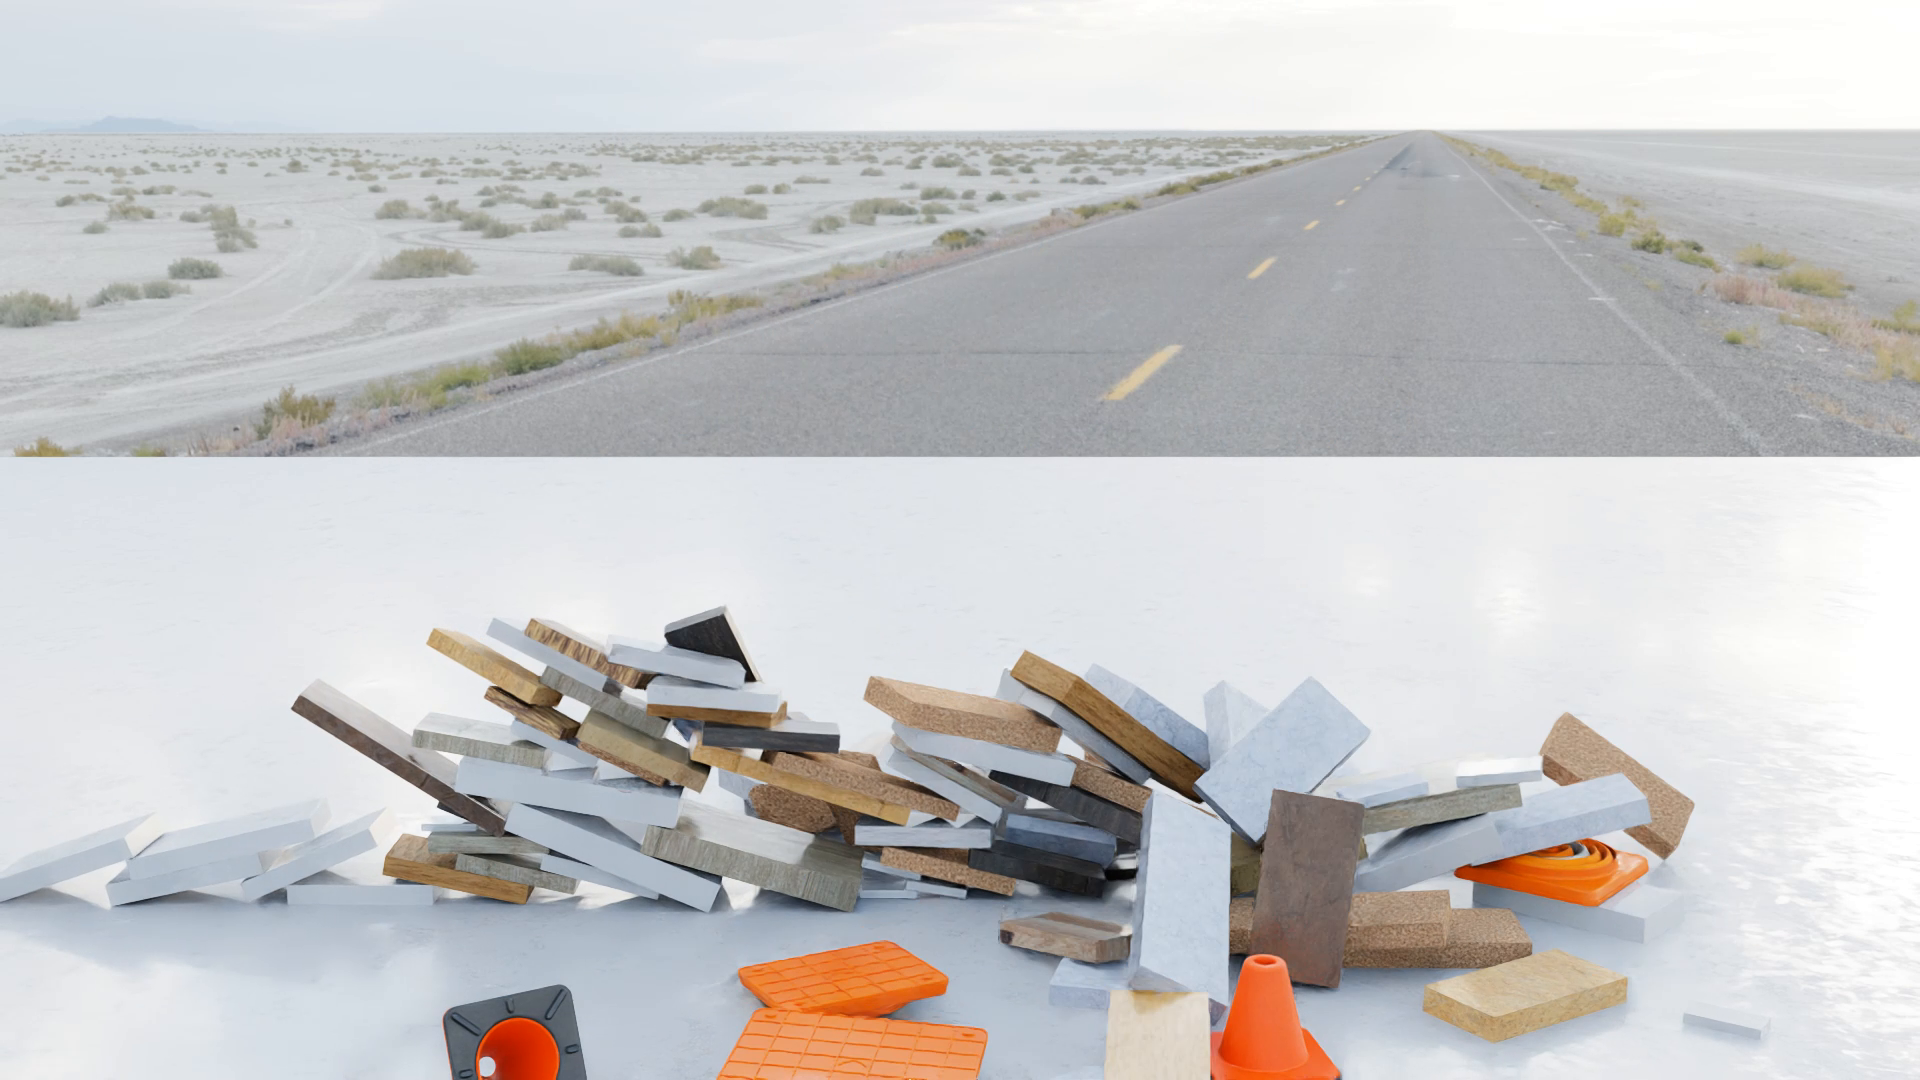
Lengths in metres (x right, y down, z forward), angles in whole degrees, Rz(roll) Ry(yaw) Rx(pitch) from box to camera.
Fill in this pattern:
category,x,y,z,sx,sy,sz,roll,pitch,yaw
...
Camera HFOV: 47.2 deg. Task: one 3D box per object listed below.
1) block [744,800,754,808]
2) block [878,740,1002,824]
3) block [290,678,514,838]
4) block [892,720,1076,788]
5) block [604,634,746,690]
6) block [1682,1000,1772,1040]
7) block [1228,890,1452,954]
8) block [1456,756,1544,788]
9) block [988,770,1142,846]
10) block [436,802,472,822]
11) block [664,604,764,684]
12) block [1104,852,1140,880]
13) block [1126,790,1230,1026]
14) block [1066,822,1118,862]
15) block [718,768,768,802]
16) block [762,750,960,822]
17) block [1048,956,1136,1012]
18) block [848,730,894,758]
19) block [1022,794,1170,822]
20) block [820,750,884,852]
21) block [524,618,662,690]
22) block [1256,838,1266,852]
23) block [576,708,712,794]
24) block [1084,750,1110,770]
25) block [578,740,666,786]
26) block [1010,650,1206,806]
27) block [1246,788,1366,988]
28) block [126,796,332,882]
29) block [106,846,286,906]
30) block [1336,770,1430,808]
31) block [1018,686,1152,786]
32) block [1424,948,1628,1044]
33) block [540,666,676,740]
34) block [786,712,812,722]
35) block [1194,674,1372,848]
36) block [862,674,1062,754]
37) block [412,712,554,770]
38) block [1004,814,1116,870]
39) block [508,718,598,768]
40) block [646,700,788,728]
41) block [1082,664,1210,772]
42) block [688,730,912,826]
category,x,y,z,sx,sy,sz,roll,pitch,yaw
block,-0.295,0.493,4.106,0.109,0.031,0.218,-9,14,-41
block,-0.033,0.403,3.667,0.207,0.029,0.104,30,-2,-10
block,-0.907,0.358,3.616,0.396,0.030,0.107,33,8,-6
block,0.038,0.340,3.624,0.278,0.039,0.139,15,6,-20
block,-0.465,0.197,3.581,0.219,0.031,0.109,13,3,-14
block,1.091,0.683,3.127,0.108,0.015,0.054,7,13,34
block,0.518,0.589,3.381,0.456,0.038,0.135,-5,11,18
block,0.869,0.373,3.541,0.132,0.019,0.066,-7,11,19
block,0.218,0.444,3.658,0.326,0.039,0.139,21,-1,31
block,-0.818,0.449,3.643,0.090,0.013,0.045,23,9,-4
block,-0.402,0.222,3.691,0.109,0.219,0.031,-18,26,10
block,0.312,0.542,3.669,0.129,0.018,0.064,-10,13,32
block,0.335,0.542,3.310,0.138,0.039,0.511,26,23,-3
block,0.196,0.527,3.901,0.135,0.038,0.270,-1,11,-3
block,-0.307,0.460,4.082,0.149,0.042,0.306,-9,14,-35
block,-0.164,0.397,3.647,0.325,0.029,0.103,19,2,-17
block,0.254,0.656,3.224,0.230,0.033,0.115,3,11,14
block,-0.163,0.432,4.433,0.109,0.031,0.218,4,11,20
block,0.241,0.482,3.941,0.275,0.026,0.093,-1,7,2
block,-0.171,0.454,3.815,0.118,0.237,0.034,6,47,27
block,-0.605,0.189,3.628,0.211,0.030,0.105,25,0,11
block,0.521,0.492,3.597,0.066,0.019,0.132,-19,11,-9
block,-0.514,0.342,3.599,0.220,0.031,0.110,25,7,-5
block,0.368,0.427,4.464,0.211,0.030,0.105,-7,13,-33
block,-0.549,0.354,3.614,0.151,0.021,0.076,25,9,-3
block,0.260,0.318,3.730,0.355,0.050,0.177,38,-7,-29
block,0.513,0.517,3.272,0.137,0.274,0.039,9,-4,8
block,-1.212,0.495,3.654,0.305,0.037,0.130,-13,10,-2
block,-1.271,0.544,3.664,0.259,0.037,0.130,-12,10,2
block,0.683,0.406,3.556,0.134,0.019,0.067,-13,11,-9
block,0.212,0.332,3.711,0.234,0.030,0.105,38,-7,-28
block,0.821,0.659,3.191,0.274,0.039,0.137,-7,12,-32
block,-0.586,0.267,3.669,0.222,0.031,0.111,25,0,-1
block,-0.290,0.419,4.264,0.034,0.118,0.237,-4,11,-20
block,0.531,0.364,3.623,0.275,0.138,0.039,-41,-19,-16
block,0.006,0.287,3.624,0.299,0.042,0.149,13,7,-34
block,-0.780,0.329,3.610,0.214,0.030,0.107,10,10,-1
block,0.169,0.513,3.721,0.185,0.093,0.026,9,53,4
block,-0.661,0.325,3.614,0.151,0.021,0.076,24,10,-6
block,-0.400,0.277,3.629,0.211,0.030,0.105,5,5,9
block,0.443,0.383,3.853,0.509,0.050,0.177,35,-4,-23
block,-0.267,0.394,3.647,0.372,0.031,0.110,19,2,-11
